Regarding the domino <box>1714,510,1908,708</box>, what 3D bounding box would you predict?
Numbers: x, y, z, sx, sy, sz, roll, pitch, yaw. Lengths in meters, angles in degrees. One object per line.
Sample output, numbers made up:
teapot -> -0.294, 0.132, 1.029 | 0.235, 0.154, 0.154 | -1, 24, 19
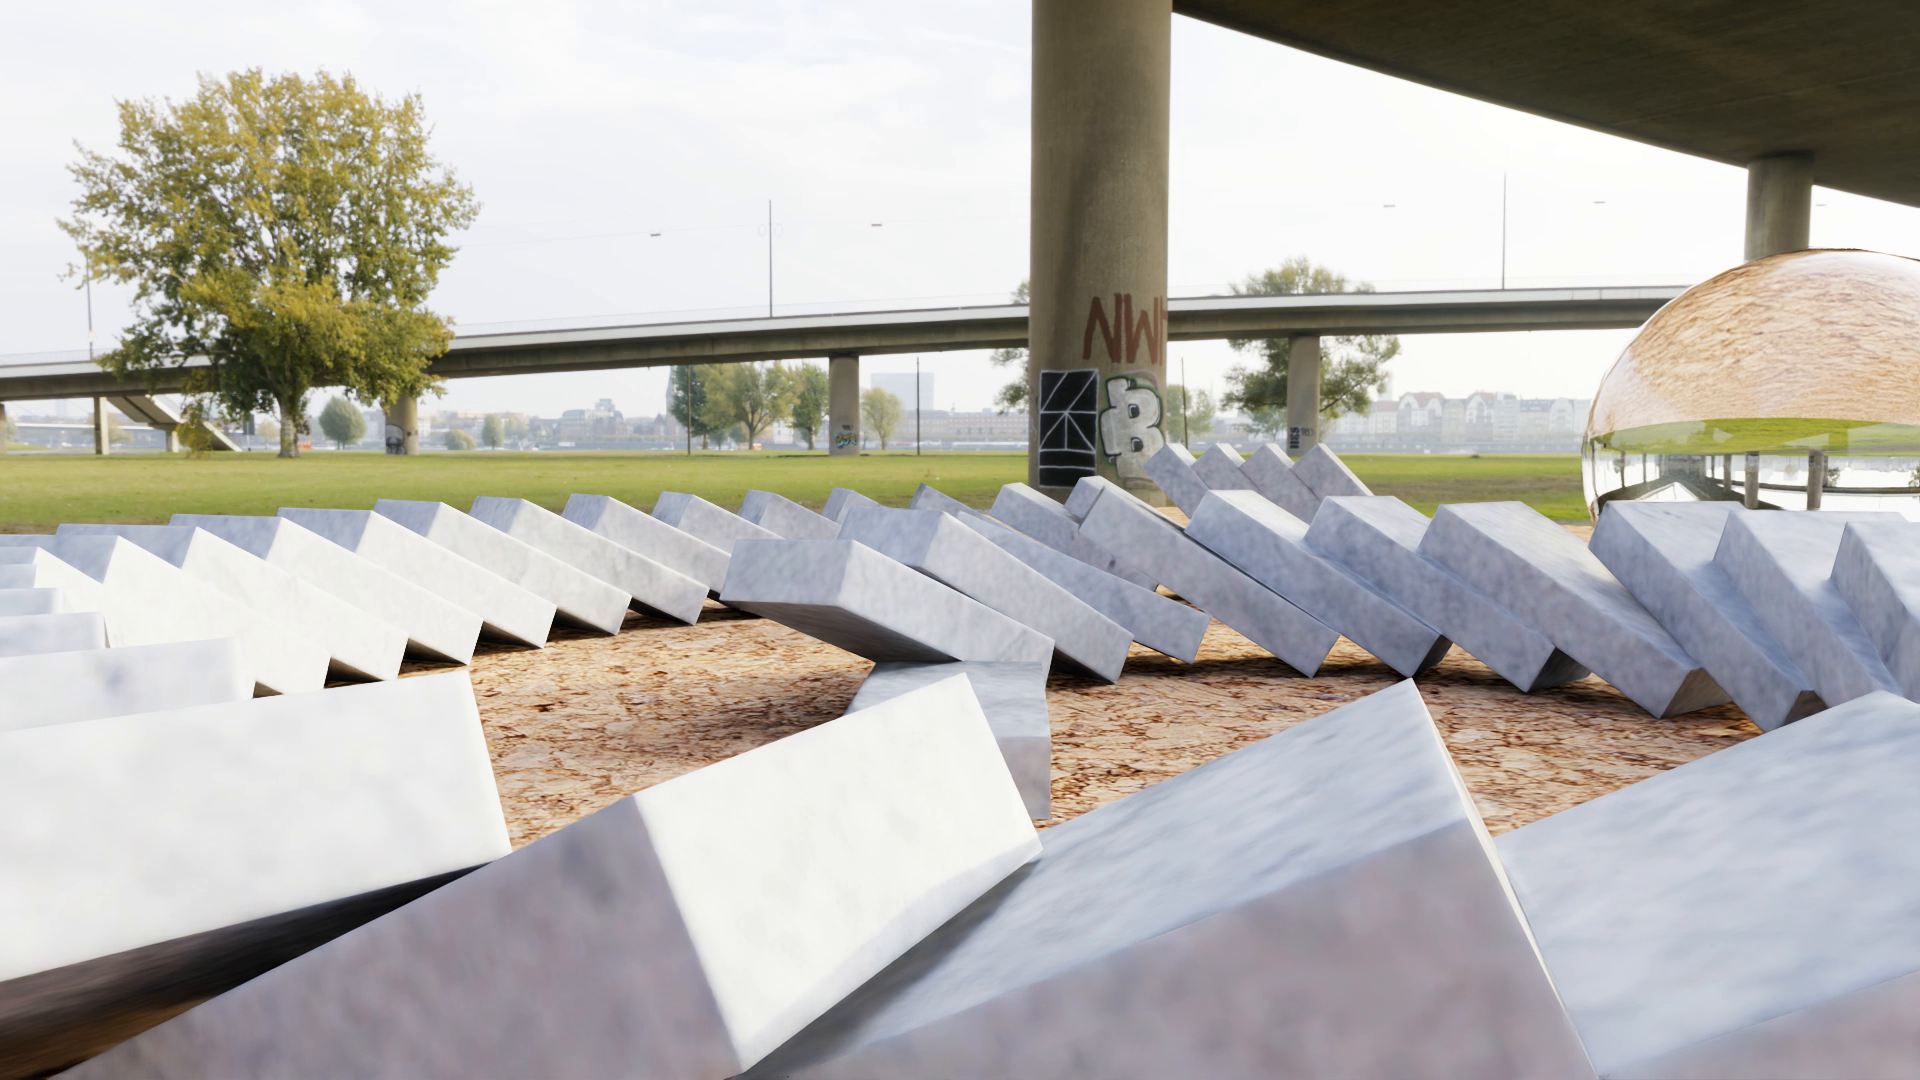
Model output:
domino -> 0.131, 0.013, 0.180 | 0.025, 0.009, 0.050 | 1, 33, 4

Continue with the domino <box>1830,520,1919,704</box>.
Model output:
domino -> 0.131, 0.015, 0.157 | 0.025, 0.009, 0.050 | 1, 32, 14

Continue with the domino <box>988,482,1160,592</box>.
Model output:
domino -> 0.034, 0.000, 0.363 | 0.050, 0.009, 0.025 | 28, 10, 10

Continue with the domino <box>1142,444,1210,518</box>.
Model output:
domino -> 0.073, -0.005, 0.356 | 0.009, 0.050, 0.025 | -45, -10, 16

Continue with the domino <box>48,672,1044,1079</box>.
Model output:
domino -> -0.023, 0.022, 0.063 | 0.050, 0.010, 0.025 | -28, -8, 25

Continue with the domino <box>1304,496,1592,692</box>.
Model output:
domino -> 0.092, 0.008, 0.238 | 0.025, 0.009, 0.050 | -2, 33, -42

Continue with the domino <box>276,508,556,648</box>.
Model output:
domino -> -0.107, 0.008, 0.253 | 0.025, 0.010, 0.050 | 2, -22, 26

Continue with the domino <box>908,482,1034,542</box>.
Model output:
domino -> 0.010, 0.000, 0.357 | 0.050, 0.010, 0.025 | 27, 1, -7

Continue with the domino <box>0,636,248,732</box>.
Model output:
domino -> -0.065, 0.021, 0.085 | 0.025, 0.009, 0.050 | -4, -21, -39

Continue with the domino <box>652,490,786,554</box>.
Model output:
domino -> -0.052, 0.003, 0.326 | 0.050, 0.009, 0.025 | 27, -10, -28

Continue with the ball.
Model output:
ball -> 0.166, -0.016, 0.251 | 0.080, 0.080, 0.080 | 0, 4, 0

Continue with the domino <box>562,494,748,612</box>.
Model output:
domino -> -0.070, 0.004, 0.311 | 0.050, 0.009, 0.025 | 29, -13, -33

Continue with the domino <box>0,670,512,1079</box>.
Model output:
domino -> -0.048, 0.022, 0.070 | 0.025, 0.009, 0.050 | -5, -21, -45

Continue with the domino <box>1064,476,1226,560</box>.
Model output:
domino -> 0.055, -0.001, 0.360 | 0.050, 0.010, 0.025 | 32, 13, 14

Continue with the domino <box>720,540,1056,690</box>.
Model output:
domino -> -0.010, 0.013, 0.202 | 0.025, 0.010, 0.050 | 0, -20, 41

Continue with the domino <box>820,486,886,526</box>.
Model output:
domino -> -0.012, 0.001, 0.349 | 0.050, 0.009, 0.025 | 26, -3, -16

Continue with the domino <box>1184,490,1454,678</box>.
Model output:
domino -> 0.070, 0.007, 0.248 | 0.050, 0.009, 0.025 | 36, 20, 26

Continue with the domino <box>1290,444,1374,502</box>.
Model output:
domino -> 0.110, -0.004, 0.341 | 0.009, 0.050, 0.025 | -45, -11, 17

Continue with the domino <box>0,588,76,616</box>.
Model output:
domino -> -0.094, 0.018, 0.120 | 0.025, 0.009, 0.050 | -2, -22, -25

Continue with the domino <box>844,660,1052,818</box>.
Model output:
domino -> -0.001, 0.025, 0.171 | 0.025, 0.010, 0.050 | 0, 4, 2

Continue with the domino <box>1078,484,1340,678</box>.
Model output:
domino -> 0.046, 0.007, 0.246 | 0.050, 0.010, 0.025 | 32, 7, 3

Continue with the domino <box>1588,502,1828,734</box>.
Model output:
domino -> 0.125, 0.011, 0.202 | 0.025, 0.010, 0.050 | 0, 33, -8

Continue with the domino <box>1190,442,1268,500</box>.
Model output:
domino -> 0.085, -0.005, 0.351 | 0.010, 0.050, 0.025 | -45, -11, 17

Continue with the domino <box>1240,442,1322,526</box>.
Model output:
domino -> 0.097, -0.005, 0.345 | 0.009, 0.050, 0.025 | -45, -11, 17

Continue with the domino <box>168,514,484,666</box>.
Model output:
domino -> -0.114, 0.010, 0.232 | 0.025, 0.010, 0.050 | 2, -22, 22

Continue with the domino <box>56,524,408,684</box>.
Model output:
domino -> -0.117, 0.012, 0.209 | 0.025, 0.010, 0.050 | 1, -22, 15

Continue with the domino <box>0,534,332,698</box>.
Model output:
domino -> -0.117, 0.013, 0.185 | 0.025, 0.009, 0.050 | 0, -22, 6

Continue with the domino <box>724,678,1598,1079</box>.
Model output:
domino -> 0.000, 0.023, 0.059 | 0.050, 0.009, 0.025 | -26, -3, 16

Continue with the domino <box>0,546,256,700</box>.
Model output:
domino -> -0.115, 0.015, 0.162 | 0.025, 0.009, 0.050 | 0, -23, -2

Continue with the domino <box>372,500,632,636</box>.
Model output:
domino -> -0.098, 0.006, 0.275 | 0.025, 0.009, 0.050 | 3, -22, 39

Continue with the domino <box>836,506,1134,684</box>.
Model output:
domino -> 0.005, 0.010, 0.223 | 0.050, 0.010, 0.025 | 33, -17, -37

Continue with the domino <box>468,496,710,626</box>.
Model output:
domino -> -0.085, 0.005, 0.295 | 0.050, 0.009, 0.025 | 31, -17, -39

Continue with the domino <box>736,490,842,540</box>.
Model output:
domino -> -0.032, 0.002, 0.338 | 0.050, 0.010, 0.025 | 26, -7, -23

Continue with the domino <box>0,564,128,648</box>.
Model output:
domino -> -0.106, 0.017, 0.140 | 0.025, 0.009, 0.050 | -1, -22, -15

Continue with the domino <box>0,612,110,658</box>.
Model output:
domino -> -0.081, 0.020, 0.101 | 0.025, 0.009, 0.050 | -3, -21, -31

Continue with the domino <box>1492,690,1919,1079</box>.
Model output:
domino -> 0.021, 0.023, 0.055 | 0.050, 0.009, 0.025 | -26, -2, 14

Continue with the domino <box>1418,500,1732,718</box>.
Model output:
domino -> 0.107, 0.010, 0.221 | 0.025, 0.009, 0.050 | -3, 33, -35

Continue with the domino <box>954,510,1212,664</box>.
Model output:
domino -> 0.021, 0.009, 0.246 | 0.050, 0.010, 0.025 | 23, -2, -1
